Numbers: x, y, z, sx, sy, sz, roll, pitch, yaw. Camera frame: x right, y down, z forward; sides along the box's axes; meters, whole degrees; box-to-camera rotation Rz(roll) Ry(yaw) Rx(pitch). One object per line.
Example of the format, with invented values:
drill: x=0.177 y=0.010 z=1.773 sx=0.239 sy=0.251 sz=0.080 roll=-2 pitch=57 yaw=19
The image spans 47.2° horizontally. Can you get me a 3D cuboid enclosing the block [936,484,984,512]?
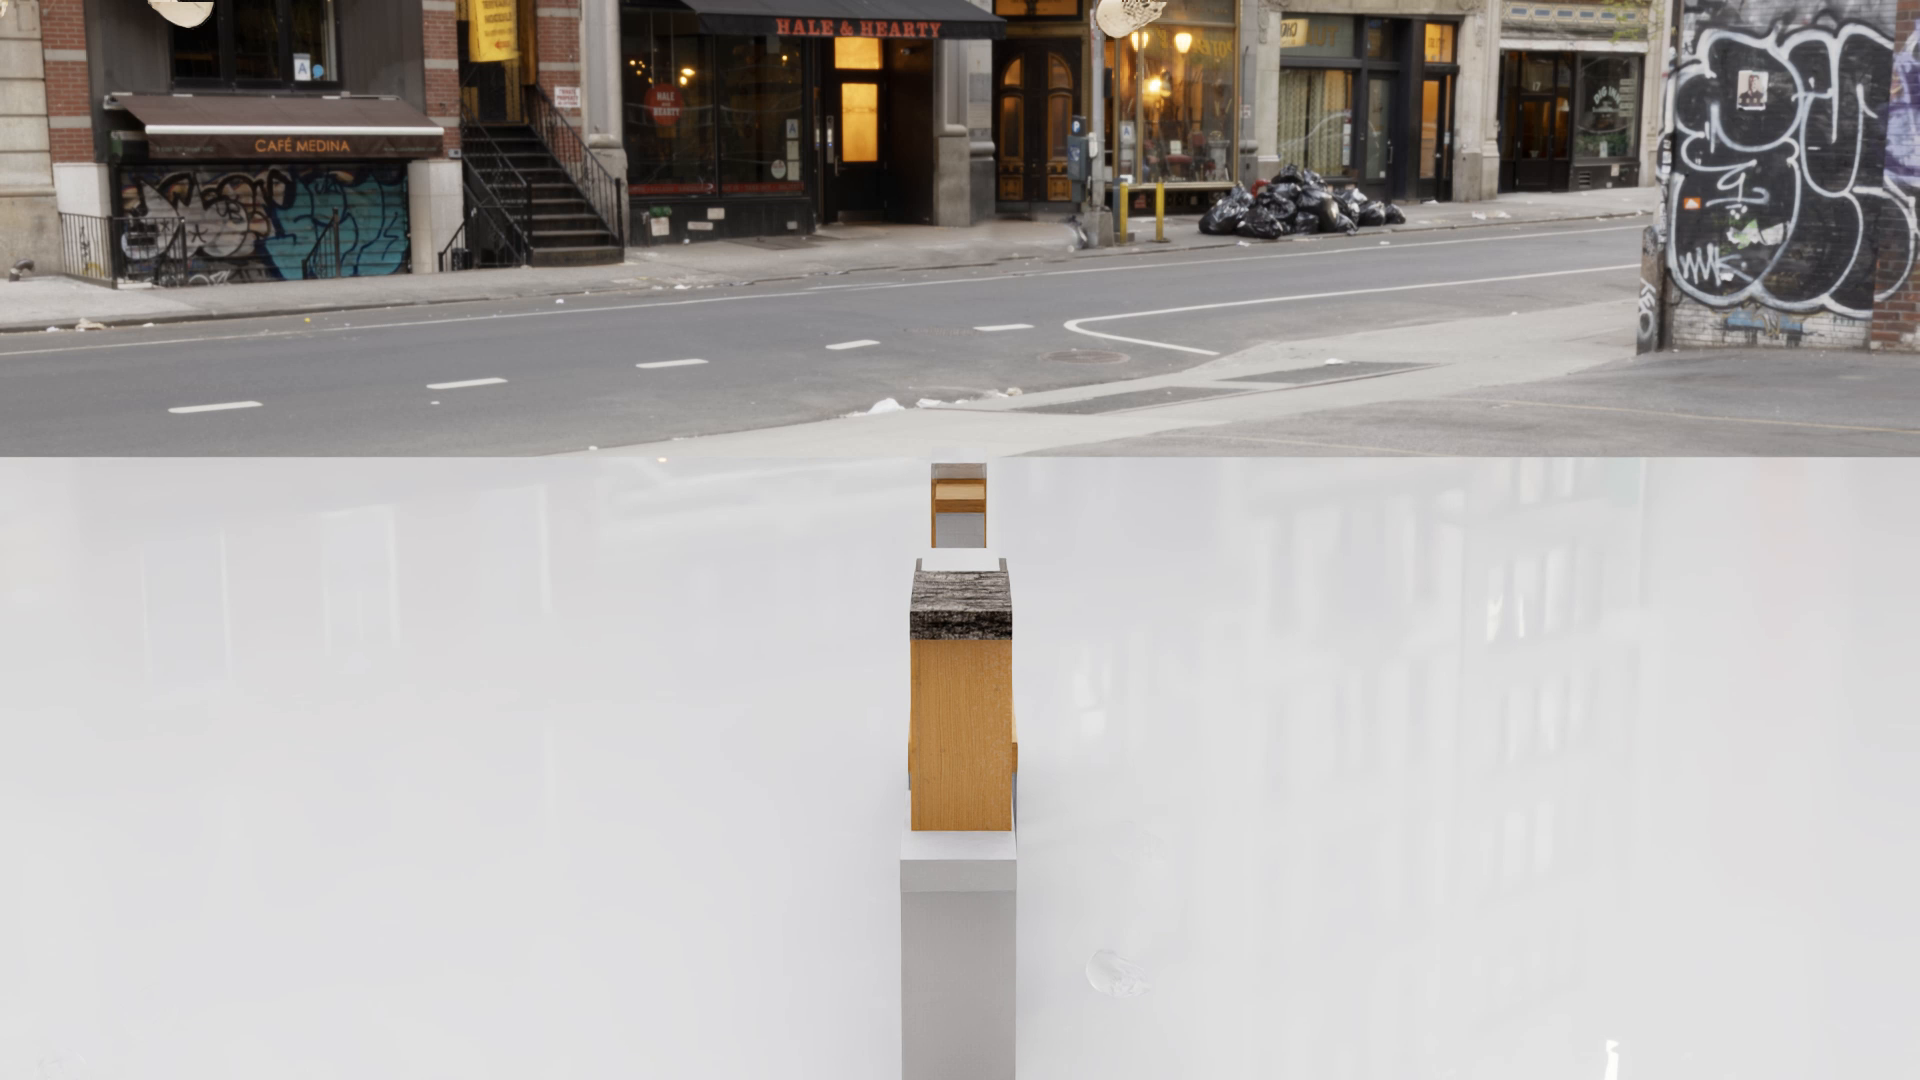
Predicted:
block: x=0.000 y=-0.076 z=3.988 sx=0.087 sy=0.025 sz=0.175 roll=0 pitch=11 yaw=0

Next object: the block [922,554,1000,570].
block: x=0.001 y=0.064 z=3.623 sx=0.128 sy=0.036 sz=0.257 roll=0 pitch=11 yaw=0

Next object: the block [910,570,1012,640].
block: x=0.002 y=0.086 z=2.964 sx=0.133 sy=0.038 sz=0.266 roll=0 pitch=11 yaw=0

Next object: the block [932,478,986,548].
block: x=-0.002 y=-0.018 z=4.128 sx=0.104 sy=0.208 sz=0.029 roll=0 pitch=11 yaw=0

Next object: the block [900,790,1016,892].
block: x=-0.002 y=0.400 z=2.947 sx=0.149 sy=0.042 sz=0.298 roll=0 pitch=11 yaw=0

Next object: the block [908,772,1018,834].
block: x=0.004 y=0.491 z=3.317 sx=0.162 sy=0.323 sz=0.046 roll=0 pitch=11 yaw=0

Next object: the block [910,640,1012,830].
block: x=0.002 y=0.251 z=2.904 sx=0.133 sy=0.266 sz=0.038 roll=0 pitch=11 yaw=0

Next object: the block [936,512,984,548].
block: x=0.000 y=0.071 z=3.956 sx=0.087 sy=0.254 sz=0.025 roll=0 pitch=11 yaw=0

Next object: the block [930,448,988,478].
block: x=-0.002 y=-0.147 z=4.174 sx=0.104 sy=0.029 sz=0.208 roll=0 pitch=11 yaw=0

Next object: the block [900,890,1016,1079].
block: x=-0.002 y=0.585 z=2.880 sx=0.149 sy=0.298 sz=0.042 roll=0 pitch=11 yaw=0

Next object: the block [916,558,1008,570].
block: x=0.003 y=0.094 z=4.234 sx=0.180 sy=0.051 sz=0.359 roll=0 pitch=11 yaw=0

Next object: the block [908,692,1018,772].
block: x=0.004 y=0.290 z=3.390 sx=0.162 sy=0.046 sz=0.323 roll=0 pitch=11 yaw=0

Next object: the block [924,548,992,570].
block: x=-0.003 y=0.046 z=3.380 sx=0.102 sy=0.029 sz=0.204 roll=0 pitch=11 yaw=0
